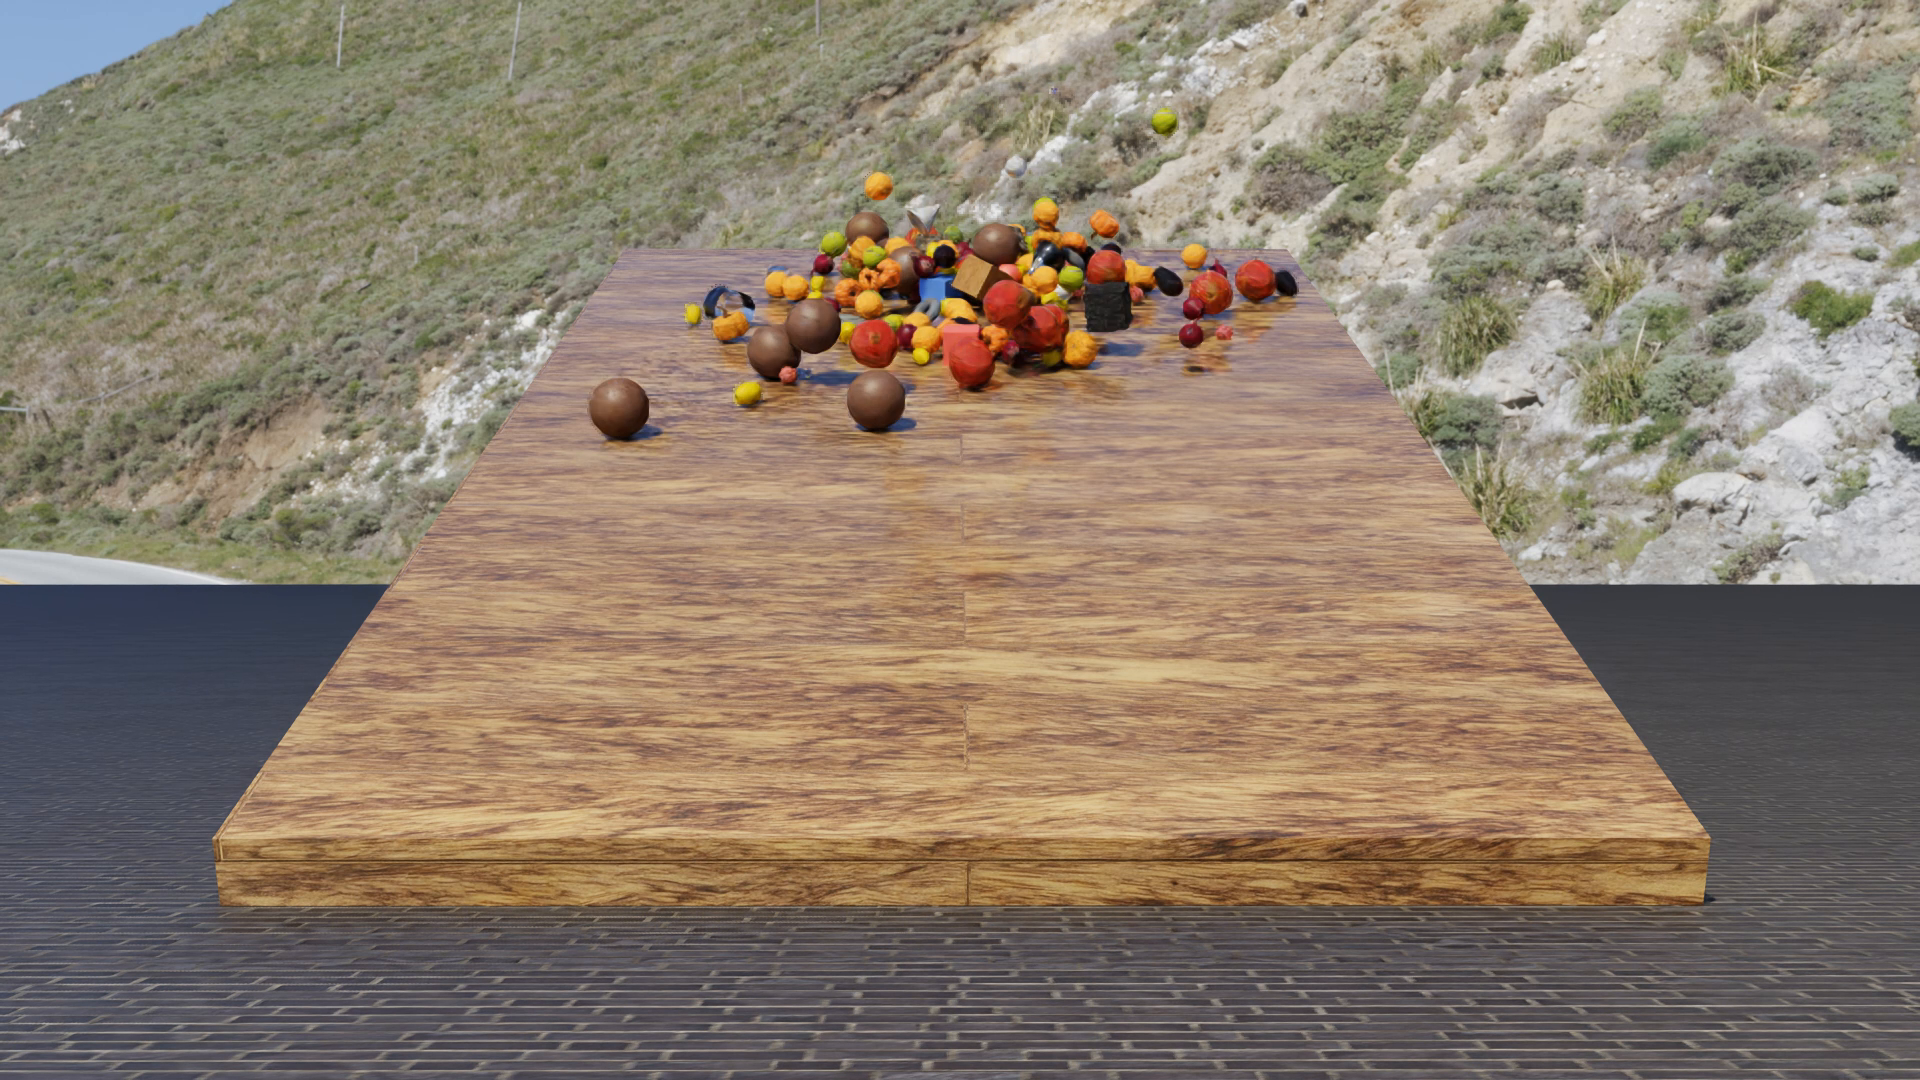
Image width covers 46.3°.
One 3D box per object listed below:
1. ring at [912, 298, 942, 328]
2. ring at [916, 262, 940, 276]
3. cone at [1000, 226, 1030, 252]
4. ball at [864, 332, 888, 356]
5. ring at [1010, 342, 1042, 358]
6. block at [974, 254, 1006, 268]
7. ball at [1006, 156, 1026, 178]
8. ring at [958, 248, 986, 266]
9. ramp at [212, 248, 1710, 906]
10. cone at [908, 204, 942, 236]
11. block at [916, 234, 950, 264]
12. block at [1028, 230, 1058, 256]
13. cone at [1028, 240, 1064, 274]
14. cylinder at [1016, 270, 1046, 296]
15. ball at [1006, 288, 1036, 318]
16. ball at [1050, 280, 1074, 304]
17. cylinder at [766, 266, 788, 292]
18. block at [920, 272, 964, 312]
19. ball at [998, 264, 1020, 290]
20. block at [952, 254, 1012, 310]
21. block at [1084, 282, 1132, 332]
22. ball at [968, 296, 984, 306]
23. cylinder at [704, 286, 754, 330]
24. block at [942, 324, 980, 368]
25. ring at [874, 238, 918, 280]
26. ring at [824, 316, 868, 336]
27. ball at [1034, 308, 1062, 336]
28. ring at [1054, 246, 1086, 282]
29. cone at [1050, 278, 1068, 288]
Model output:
[{"bbox_3d":[-0.086,-0.582,5.748,0.089,0.089,0.030,-1,-36,47],"label":"ring"},{"bbox_3d":[-0.095,-0.778,6.446,0.078,0.026,0.078,0,18,0],"label":"ring"},{"bbox_3d":[0.165,-0.813,6.195,0.083,0.083,0.083,1,29,-45],"label":"cone"},{"bbox_3d":[-0.206,-0.482,5.514,0.059,0.059,0.059,0,-1,0],"label":"ball"},{"bbox_3d":[0.160,-0.465,5.515,0.080,0.027,0.080,4,19,-1],"label":"ring"},{"bbox_3d":[0.080,-0.761,6.308,0.068,0.068,0.068,0,21,-27],"label":"block"},{"bbox_3d":[0.156,-1.037,6.250,0.060,0.060,0.060,0,-1,0],"label":"ball"},{"bbox_3d":[0.037,-0.809,6.469,0.092,0.031,0.092,-33,-2,-2],"label":"ring"},{"bbox_3d":[-0.004,-0.194,4.909,2.000,0.100,4.000,0,19,0],"label":"ramp"},{"bbox_3d":[-0.084,-0.909,6.257,0.090,0.090,0.090,-41,9,-12],"label":"cone"},{"bbox_3d":[-0.080,-0.836,6.453,0.082,0.082,0.082,2,5,-11],"label":"block"},{"bbox_3d":[0.238,-0.852,6.484,0.057,0.057,0.057,14,27,-19],"label":"block"},{"bbox_3d":[0.213,-0.737,6.029,0.096,0.096,0.096,-1,32,48],"label":"cone"},{"bbox_3d":[0.194,-0.696,6.106,0.060,0.060,0.060,1,-43,-52],"label":"cylinder"},{"bbox_3d":[0.155,-0.600,5.674,0.075,0.075,0.075,0,-1,0],"label":"ball"},{"bbox_3d":[0.275,-0.670,6.068,0.063,0.063,0.063,0,-1,0],"label":"ball"},{"bbox_3d":[-0.506,-0.722,6.223,0.060,0.060,0.060,0,19,0],"label":"cylinder"},{"bbox_3d":[-0.048,-0.663,6.012,0.084,0.084,0.084,13,23,34],"label":"block"},{"bbox_3d":[0.127,-0.704,6.002,0.070,0.070,0.070,0,-1,0],"label":"ball"},{"bbox_3d":[0.059,-0.683,5.934,0.096,0.096,0.096,30,4,38],"label":"block"},{"bbox_3d":[0.363,-0.570,5.494,0.097,0.097,0.097,-2,21,15],"label":"block"},{"bbox_3d":[0.058,-0.672,6.045,0.081,0.081,0.081,0,-1,0],"label":"ball"},{"bbox_3d":[-0.596,-0.599,5.801,0.096,0.096,0.096,1,14,-39],"label":"cylinder"},{"bbox_3d":[0.003,-0.470,5.441,0.085,0.085,0.085,1,19,4],"label":"block"},{"bbox_3d":[-0.182,-0.793,6.335,0.137,0.046,0.137,16,-39,14],"label":"ring"},{"bbox_3d":[-0.292,-0.548,5.742,0.115,0.038,0.115,0,18,0],"label":"ring"},{"bbox_3d":[0.225,-0.552,5.708,0.070,0.070,0.070,0,-1,0],"label":"ball"},{"bbox_3d":[0.297,-0.771,6.283,0.122,0.041,0.122,27,-25,14],"label":"ring"},{"bbox_3d":[0.259,-0.698,6.152,0.058,0.058,0.058,1,19,-33],"label":"cone"}]
